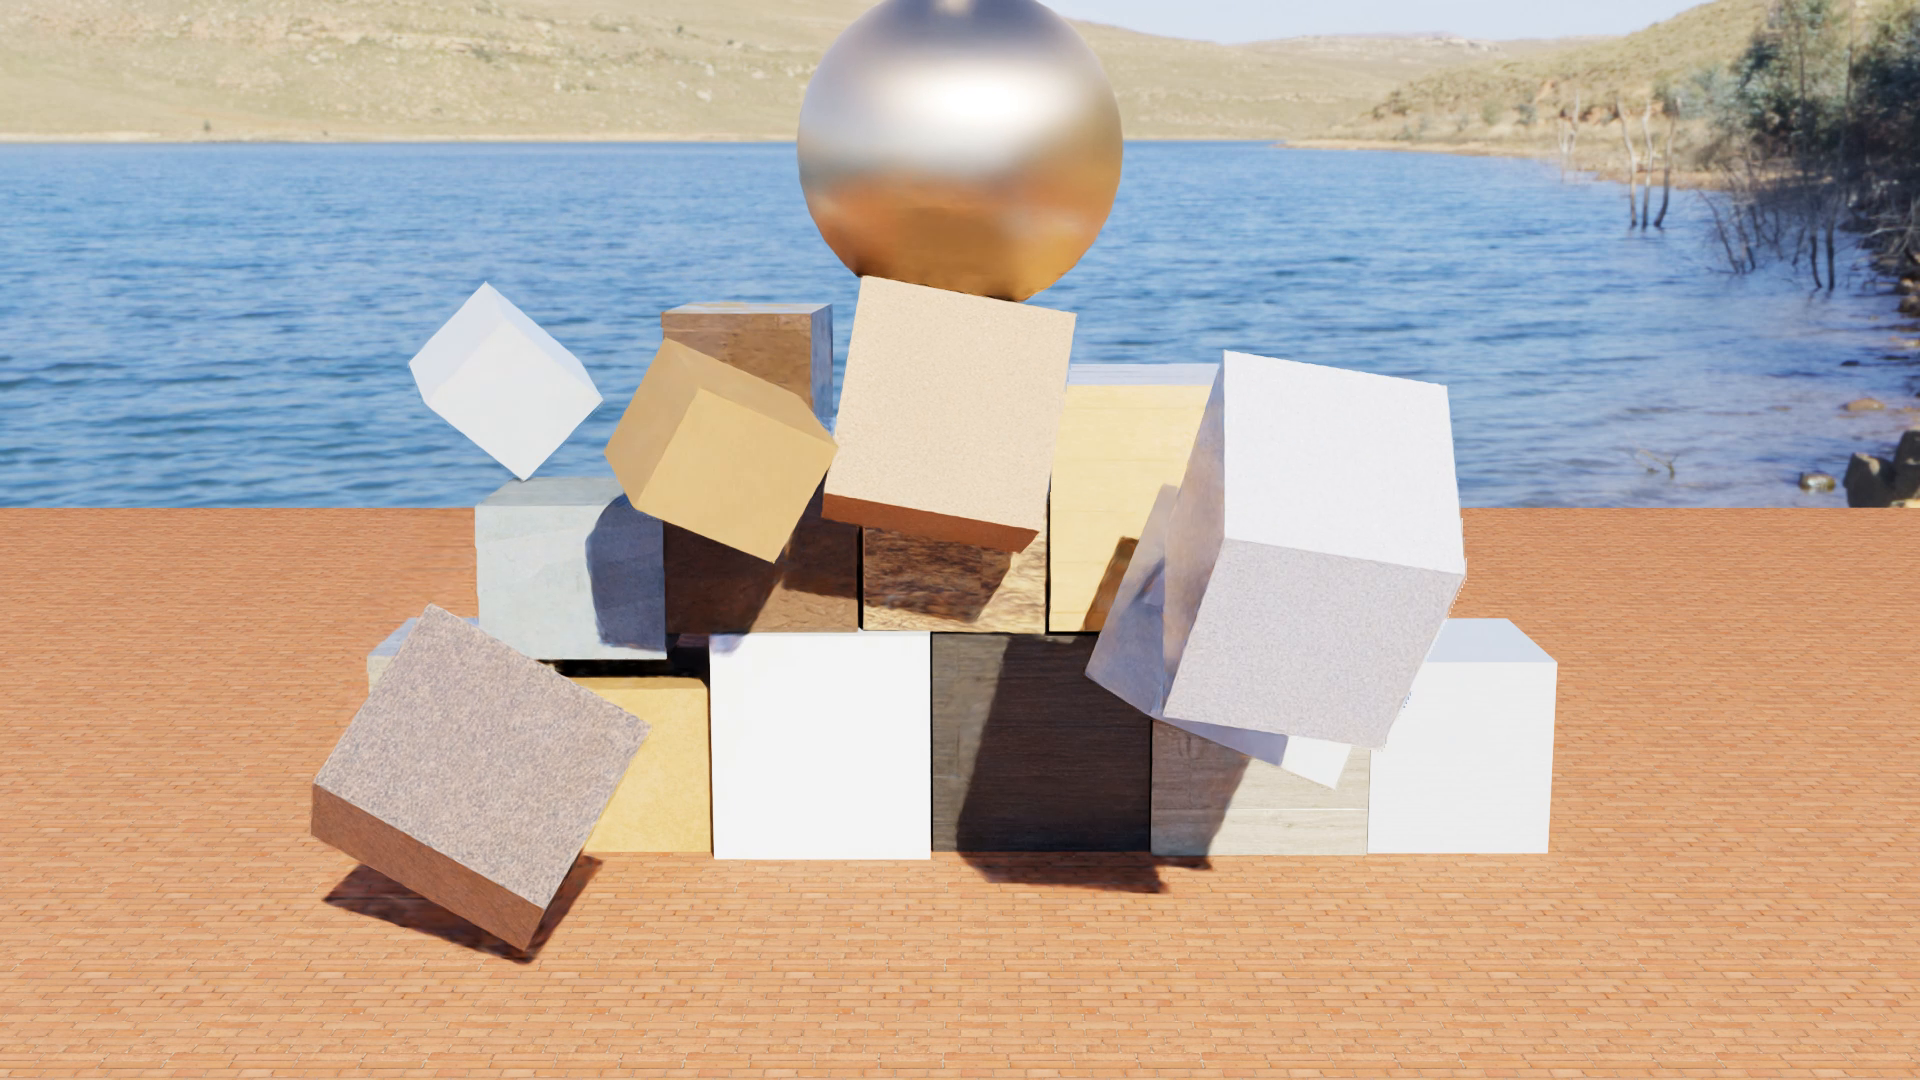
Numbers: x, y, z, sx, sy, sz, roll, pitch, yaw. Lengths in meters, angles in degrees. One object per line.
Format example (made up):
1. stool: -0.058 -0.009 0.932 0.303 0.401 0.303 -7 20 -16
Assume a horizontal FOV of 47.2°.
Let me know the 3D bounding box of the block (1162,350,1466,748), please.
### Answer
1. block: 1.262 0.043 8.089 0.829 1.011 0.919 9 48 -3

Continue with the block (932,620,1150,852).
1. block: 0.404 0.926 11.361 1.075 1.114 0.965 0 10 0

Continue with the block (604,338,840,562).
1. block: -1.045 -0.391 9.566 0.702 0.591 0.593 23 15 -30

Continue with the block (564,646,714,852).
1. block: -1.611 1.064 11.369 0.773 0.839 0.915 0 10 0

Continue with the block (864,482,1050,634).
1. block: -0.023 -0.085 11.145 0.893 0.926 0.877 1 10 -1

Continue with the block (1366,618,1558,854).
1. block: 2.483 0.992 11.379 0.900 0.977 1.004 0 10 0

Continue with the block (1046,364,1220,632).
1. block: 0.949 -0.237 11.113 1.034 1.205 0.990 0 10 -1

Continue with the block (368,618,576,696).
1. block: -2.468 0.982 11.378 0.925 0.993 0.867 0 10 0

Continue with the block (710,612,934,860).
1. block: -0.680 0.919 11.356 1.069 1.129 1.172 0 10 0

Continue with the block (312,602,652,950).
1. block: -1.970 0.987 9.000 1.010 0.853 0.880 30 -26 -4

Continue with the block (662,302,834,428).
1. block: -1.049 -0.853 11.005 0.730 0.617 0.694 1 10 5

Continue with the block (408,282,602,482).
1. block: -2.369 -0.826 11.453 0.687 0.592 0.560 42 5 -34

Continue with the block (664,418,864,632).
1. block: -0.965 -0.094 11.162 0.937 0.933 0.988 0 10 0

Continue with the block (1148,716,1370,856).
1. block: 1.486 0.915 11.336 1.073 1.143 1.006 0 10 0

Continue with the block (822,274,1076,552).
1. block: -0.072 -0.558 10.166 0.970 0.993 0.878 10 -7 -3

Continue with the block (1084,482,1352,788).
1. block: 1.257 0.396 9.697 0.895 0.951 1.010 22 1 -14

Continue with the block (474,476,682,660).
1. block: -1.894 0.125 11.191 0.912 0.760 0.960 0 10 0

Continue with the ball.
1. ball: 0.000 -1.908 10.744 1.600 1.600 1.600 0 10 0
